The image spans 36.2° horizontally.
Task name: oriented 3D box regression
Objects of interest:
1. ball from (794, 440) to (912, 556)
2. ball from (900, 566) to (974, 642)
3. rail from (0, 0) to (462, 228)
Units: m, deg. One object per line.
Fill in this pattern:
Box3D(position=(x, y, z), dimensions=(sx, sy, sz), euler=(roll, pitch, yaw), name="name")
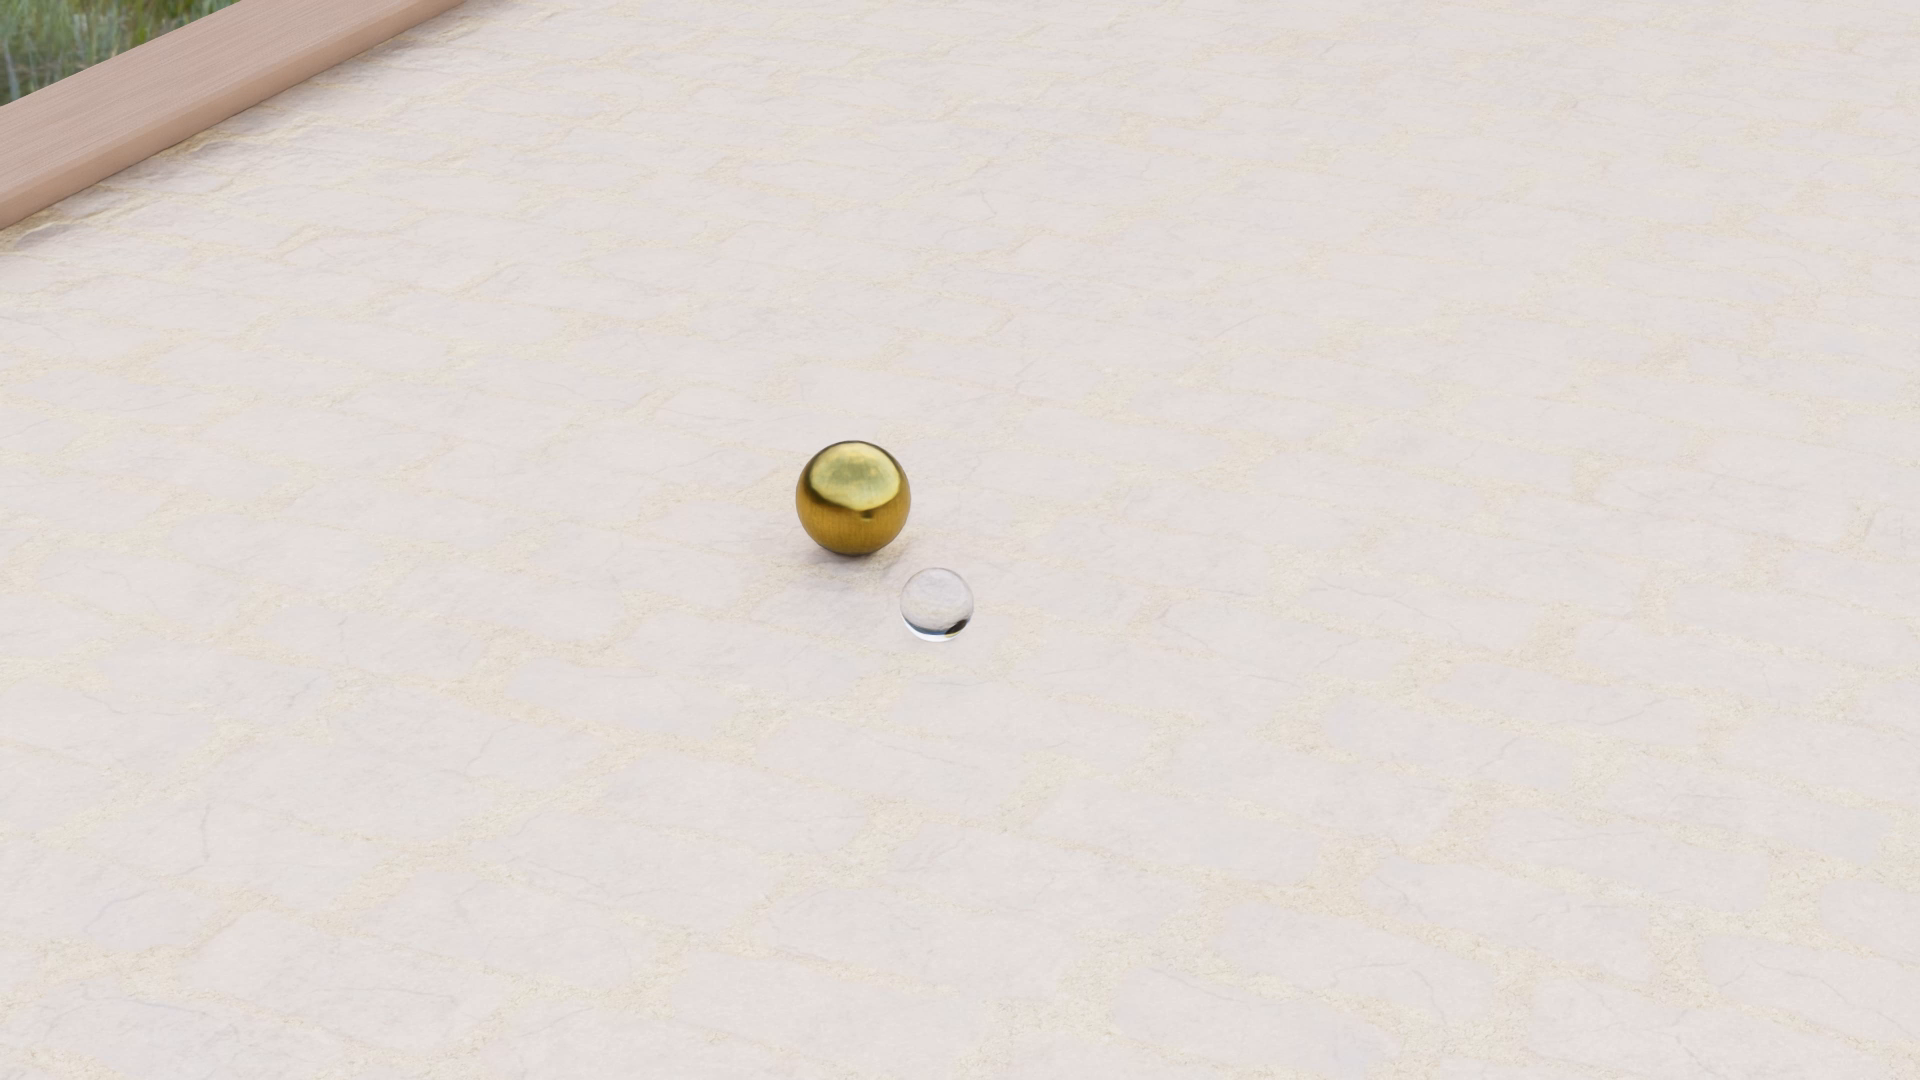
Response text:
Box3D(position=(-0.065, -0.025, 1.780), dimensions=(0.071, 0.071, 0.071), euler=(0, 27, 0), name="ball")
Box3D(position=(-0.013, 0.037, 1.689), dimensions=(0.043, 0.043, 0.043), euler=(0, 27, 0), name="ball")
Box3D(position=(-0.446, -0.558, 2.790), dimensions=(0.045, 0.092, 3.586), euler=(12, 29, 21), name="rail")
